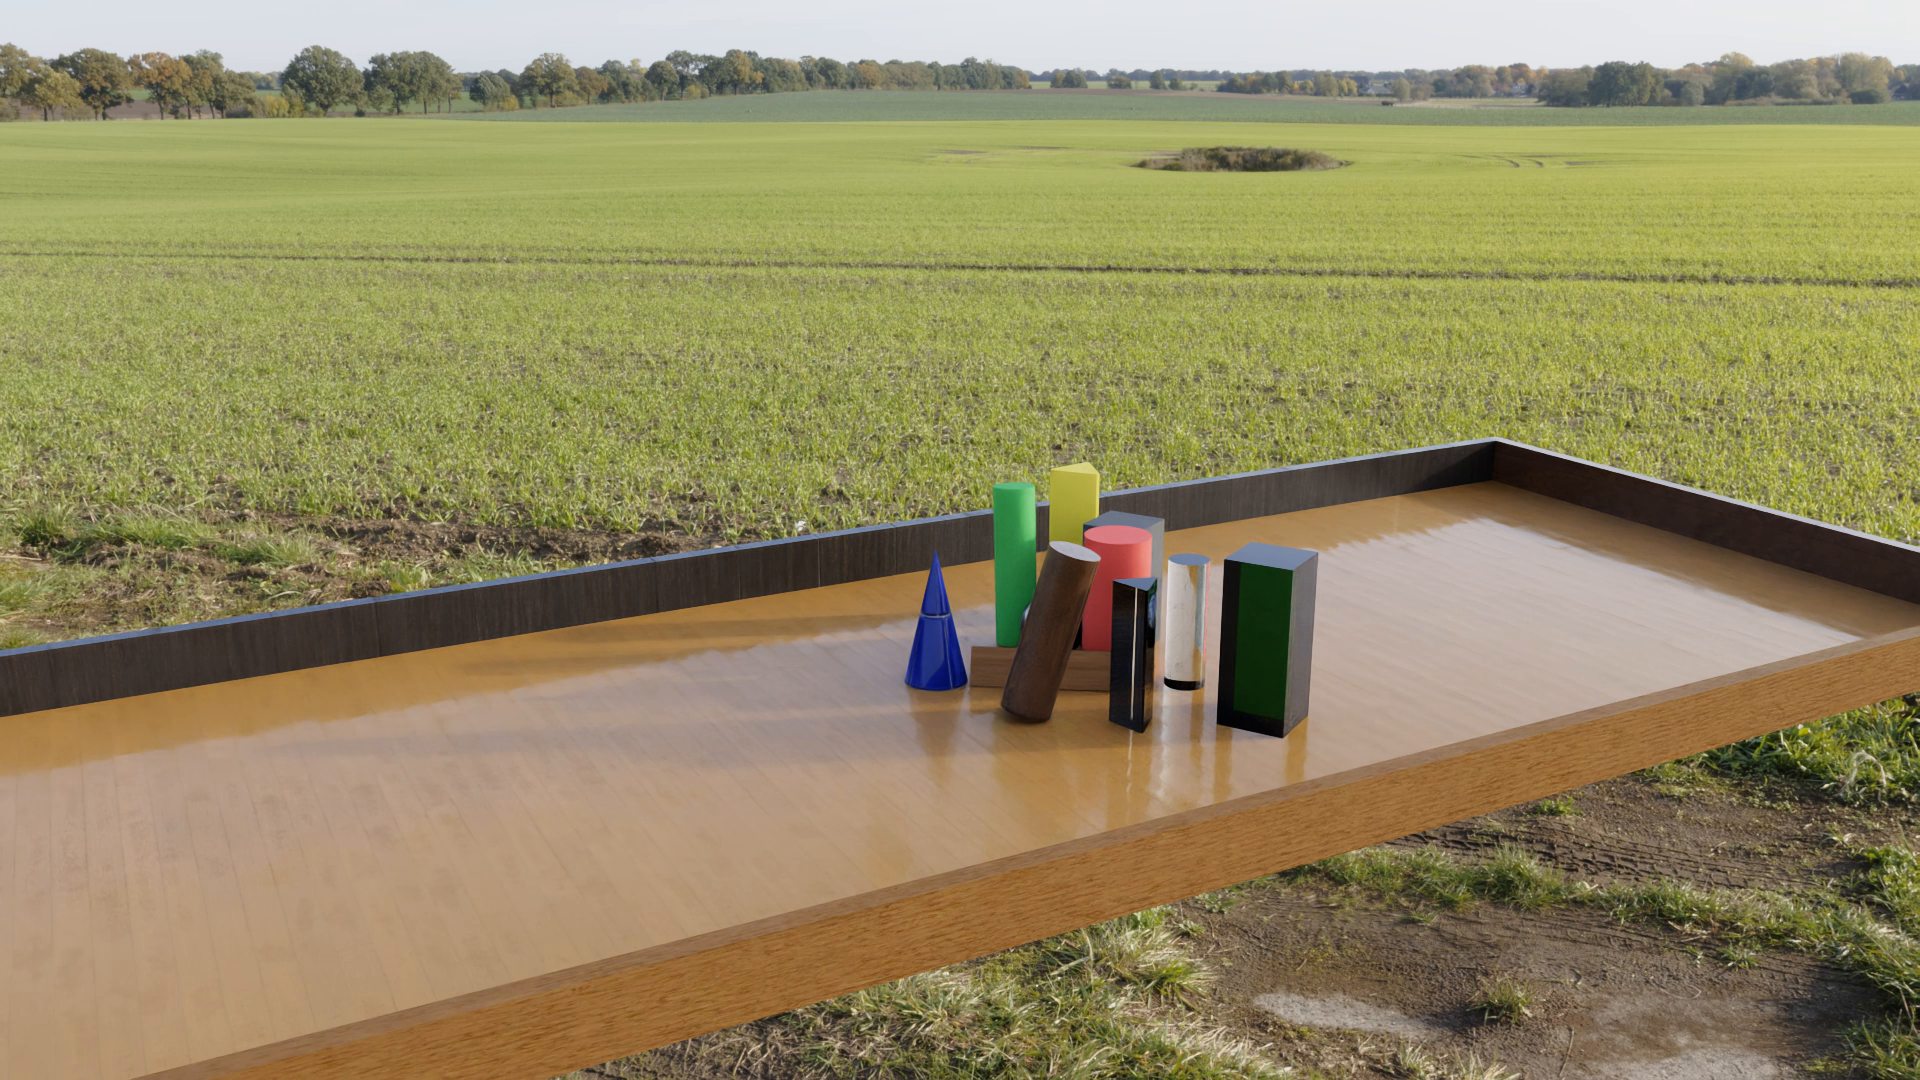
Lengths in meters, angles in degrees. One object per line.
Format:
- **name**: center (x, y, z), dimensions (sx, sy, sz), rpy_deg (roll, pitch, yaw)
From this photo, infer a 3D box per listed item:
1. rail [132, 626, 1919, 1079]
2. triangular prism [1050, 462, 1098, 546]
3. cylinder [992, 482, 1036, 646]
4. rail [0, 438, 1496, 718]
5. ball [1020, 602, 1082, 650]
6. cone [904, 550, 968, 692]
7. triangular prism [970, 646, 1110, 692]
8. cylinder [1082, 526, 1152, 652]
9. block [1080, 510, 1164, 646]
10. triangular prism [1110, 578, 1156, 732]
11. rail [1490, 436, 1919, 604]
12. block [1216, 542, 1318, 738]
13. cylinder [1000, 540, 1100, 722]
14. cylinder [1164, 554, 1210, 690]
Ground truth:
- **rail**: center (-2.336, 1.006, 1.665), dimensions (12.000, 0.150, 0.050), rpy_deg (-9, 18, -27)
- **triangular prism**: center (0.334, 0.001, 4.602), dimensions (0.138, 0.422, 0.120), rpy_deg (7, 18, 22)
- **cylinder**: center (0.147, 0.065, 4.372), dimensions (0.111, 0.422, 0.111), rpy_deg (-1, 11, 0)
- **rail**: center (-3.305, 0.497, 3.399), dimensions (12.000, 0.150, 0.050), rpy_deg (-9, 18, -27)
- **ball**: center (0.242, 0.223, 4.293), dimensions (0.171, 0.171, 0.171), rpy_deg (0, 16, 0)
- **cone**: center (-0.060, 0.186, 4.106), dimensions (0.160, 0.348, 0.160), rpy_deg (0, 16, 0)
- **triangular prism**: center (0.236, 0.314, 4.122), dimensions (0.416, 0.087, 0.101), rpy_deg (2, 16, 6)
- **cylinder**: center (0.398, 0.156, 4.201), dimensions (0.171, 0.352, 0.171), rpy_deg (0, 16, 0)
- **block**: center (0.430, 0.113, 4.370), dimensions (0.159, 0.338, 0.159), rpy_deg (10, 19, 30)
- **triangular prism**: center (0.422, 0.262, 3.845), dimensions (0.091, 0.349, 0.105), rpy_deg (-14, 21, -40)
- **rail**: center (2.466, -0.048, 5.253), dimensions (0.050, 0.150, 2.100), rpy_deg (-9, 18, -27)
- **block**: center (0.717, 0.231, 3.850), dimensions (0.165, 0.406, 0.165), rpy_deg (10, 19, 30)
- **cylinder**: center (0.211, 0.215, 3.865), dimensions (0.124, 0.410, 0.124), rpy_deg (15, 16, -4)
- **cylinder**: center (0.562, 0.203, 4.087), dimensions (0.102, 0.325, 0.102), rpy_deg (0, 16, 0)
